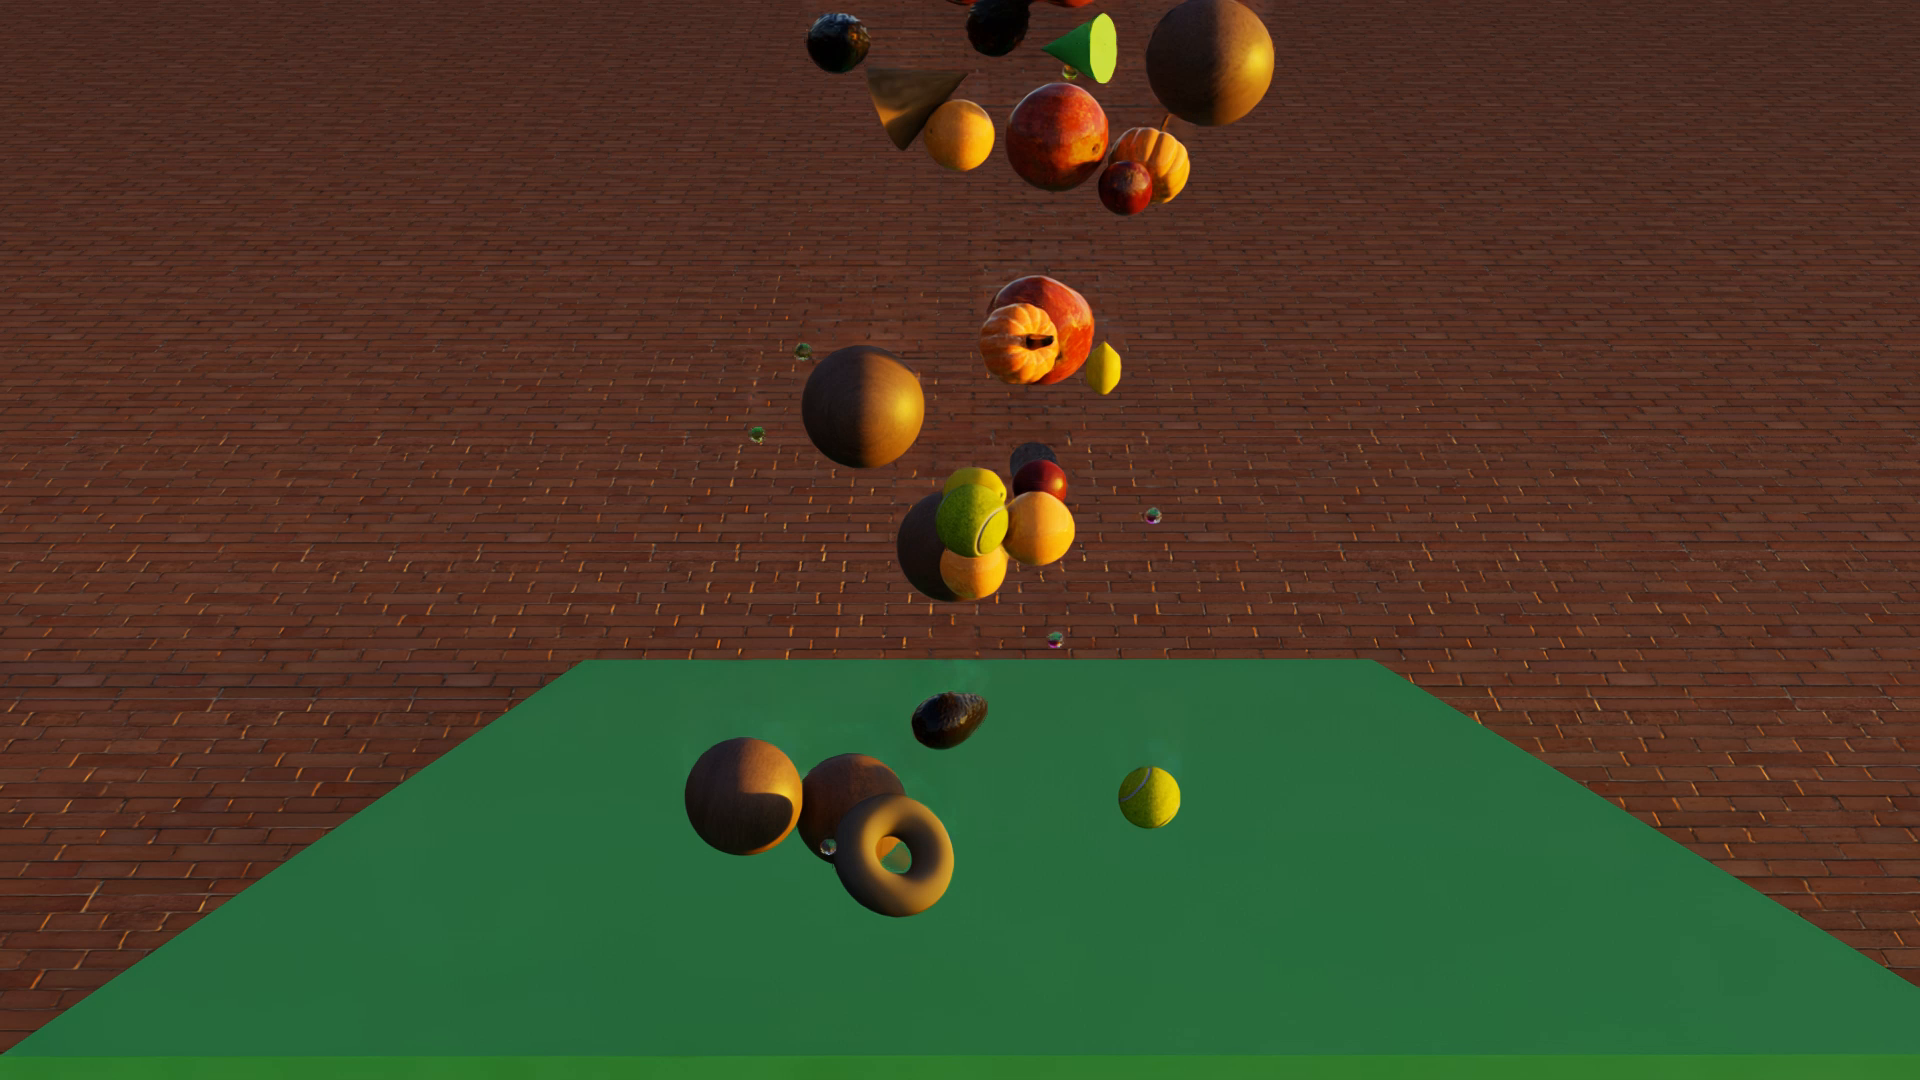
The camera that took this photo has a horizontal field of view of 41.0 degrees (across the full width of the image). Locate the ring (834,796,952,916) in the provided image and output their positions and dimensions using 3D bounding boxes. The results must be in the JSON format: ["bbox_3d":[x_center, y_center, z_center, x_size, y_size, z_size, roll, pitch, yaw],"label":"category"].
[{"bbox_3d":[-0.070,0.335,2.737,0.135,0.135,0.045,-13,-19,-30],"label":"ring"}]

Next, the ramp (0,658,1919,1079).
[{"bbox_3d":[0.050,0.455,4.532,2.000,0.100,4.000,0,3,0],"label":"ramp"}]

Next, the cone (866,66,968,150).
[{"bbox_3d":[-0.033,-0.456,2.612,0.092,0.092,0.092,-21,18,14],"label":"cone"}]

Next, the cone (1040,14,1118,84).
[{"bbox_3d":[0.107,-0.471,2.465,0.066,0.066,0.066,5,22,26],"label":"cone"}]
